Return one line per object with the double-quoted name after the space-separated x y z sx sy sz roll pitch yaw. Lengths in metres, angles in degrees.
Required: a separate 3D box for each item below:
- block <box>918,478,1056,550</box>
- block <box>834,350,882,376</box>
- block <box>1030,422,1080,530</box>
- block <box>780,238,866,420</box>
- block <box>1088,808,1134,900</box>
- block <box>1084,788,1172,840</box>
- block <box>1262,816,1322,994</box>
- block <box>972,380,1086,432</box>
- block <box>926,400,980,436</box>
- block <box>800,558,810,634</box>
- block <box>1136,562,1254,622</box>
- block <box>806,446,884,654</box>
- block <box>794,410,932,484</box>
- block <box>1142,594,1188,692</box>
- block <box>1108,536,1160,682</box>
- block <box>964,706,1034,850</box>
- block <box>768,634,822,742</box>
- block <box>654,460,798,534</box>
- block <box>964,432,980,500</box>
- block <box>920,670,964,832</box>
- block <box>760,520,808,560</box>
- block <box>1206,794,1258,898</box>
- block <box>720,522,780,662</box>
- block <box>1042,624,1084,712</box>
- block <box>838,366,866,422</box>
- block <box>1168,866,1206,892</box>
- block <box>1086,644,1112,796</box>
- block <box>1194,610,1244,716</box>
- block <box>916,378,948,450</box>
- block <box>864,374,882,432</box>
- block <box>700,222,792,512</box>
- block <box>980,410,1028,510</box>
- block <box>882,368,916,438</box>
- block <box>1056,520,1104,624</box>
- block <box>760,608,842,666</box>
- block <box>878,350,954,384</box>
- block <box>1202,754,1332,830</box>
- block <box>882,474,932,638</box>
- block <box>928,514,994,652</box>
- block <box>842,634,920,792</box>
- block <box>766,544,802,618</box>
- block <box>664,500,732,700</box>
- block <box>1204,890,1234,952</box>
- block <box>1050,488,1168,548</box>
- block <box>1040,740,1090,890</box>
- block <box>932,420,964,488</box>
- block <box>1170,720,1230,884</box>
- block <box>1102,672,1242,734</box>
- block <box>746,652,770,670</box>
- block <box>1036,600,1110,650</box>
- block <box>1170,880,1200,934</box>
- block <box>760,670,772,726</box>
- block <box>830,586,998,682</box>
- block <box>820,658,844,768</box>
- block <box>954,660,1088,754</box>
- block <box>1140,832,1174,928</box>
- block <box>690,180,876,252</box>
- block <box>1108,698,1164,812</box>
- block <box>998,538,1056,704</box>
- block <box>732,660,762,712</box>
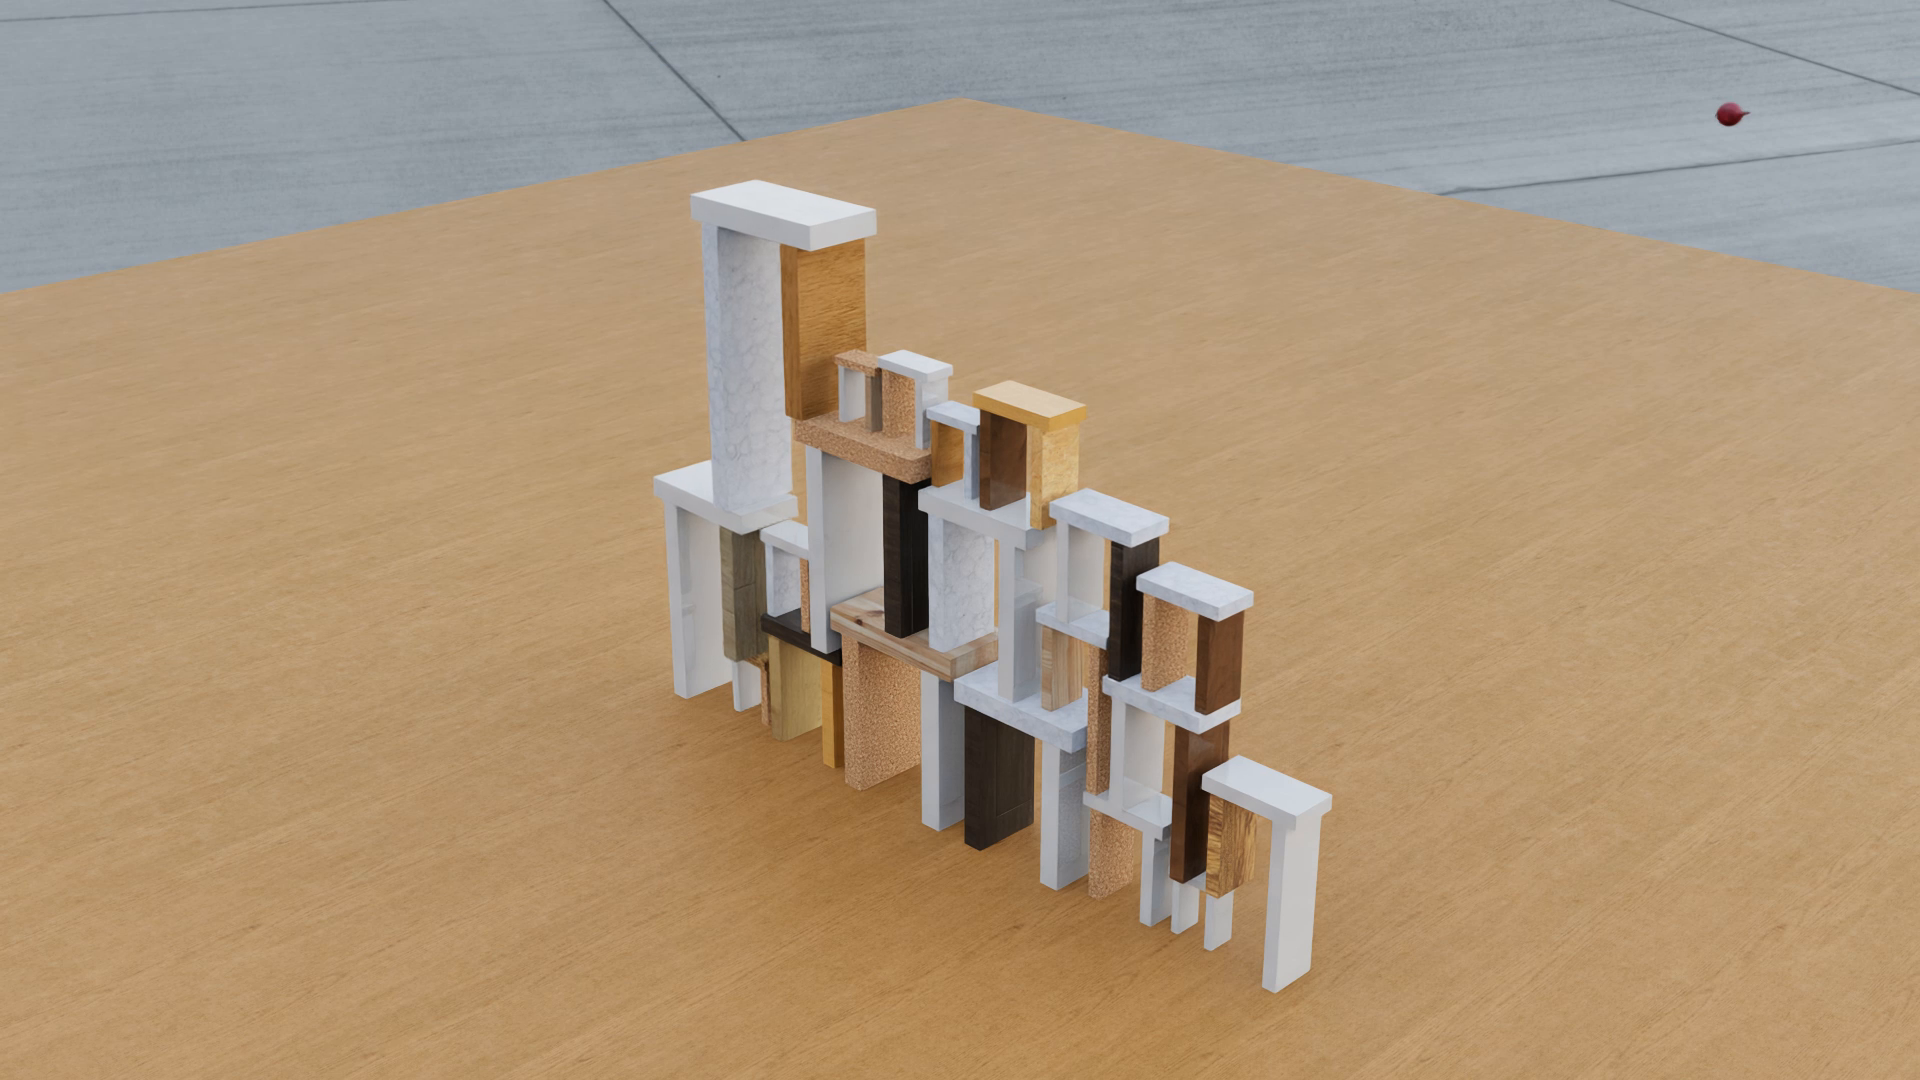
0.069 -0.057 4.122 0.140 0.040 0.280 -21 31 -41 "block"
-0.184 -0.344 4.273 0.058 0.016 0.116 -21 31 -41 "block"
0.172 -0.123 3.981 0.097 0.194 0.027 -21 31 -41 "block"
-0.267 -0.426 4.336 0.175 0.350 0.050 -21 31 -41 "block"
0.287 0.576 4.157 0.027 0.192 0.096 21 31 41 "block"
0.332 0.493 4.072 0.192 0.027 0.096 21 31 41 "block"
0.581 0.626 3.853 0.029 0.338 0.102 21 31 41 "block"
0.125 -0.243 3.980 0.097 0.027 0.193 -21 31 -40 "block"
0.007 -0.229 4.115 0.066 0.019 0.132 -21 31 -40 "block"
-0.293 0.104 4.581 0.023 0.166 0.083 22 31 40 "block"
0.407 0.088 3.819 0.093 0.026 0.186 -21 31 -40 "block"
-0.230 -0.001 4.471 0.167 0.444 0.047 -21 31 -40 "block"
-0.151 -0.196 4.302 0.167 0.047 0.334 -21 31 -41 "block"
0.365 0.169 3.902 0.093 0.186 0.026 -21 31 -40 "block"
0.311 0.114 3.926 0.099 0.268 0.028 -21 31 -40 "block"
0.079 0.443 4.324 0.043 0.307 0.153 21 31 41 "block"
-0.350 0.300 4.736 0.035 0.247 0.124 21 31 41 "block"
-0.504 -0.094 4.721 0.153 0.043 0.306 -20 30 -39 "block"
0.038 -0.147 4.116 0.066 0.132 0.019 -21 31 -41 "block"
0.002 0.393 4.393 0.049 0.344 0.172 21 31 41 "block"
-0.331 0.001 4.581 0.083 0.023 0.166 -21 31 -41 "block"
0.485 0.527 3.915 0.102 0.204 0.029 -21 31 -40 "block"
-0.437 0.096 4.720 0.153 0.306 0.043 -20 30 -39 "block"
0.191 0.226 4.108 0.025 0.174 0.087 21 31 41 "block"
-0.211 -0.294 4.324 0.058 0.116 0.016 -21 31 -40 "block"
0.443 0.612 3.999 0.117 0.017 0.058 21 31 41 "block"
0.274 0.319 4.058 0.087 0.305 0.025 -21 31 -40 "block"
0.451 0.203 3.819 0.093 0.186 0.026 -21 31 -40 "block"
-0.054 -0.246 4.185 0.068 0.137 0.019 -21 31 -40 "block"
-0.157 -0.273 4.274 0.058 0.116 0.016 -21 31 -40 "block"
-0.436 -0.370 4.534 0.175 0.610 0.050 -21 30 -40 "block"
0.080 -0.159 4.065 0.097 0.193 0.027 -21 31 -40 "block"
-0.118 -0.272 4.245 0.068 0.137 0.019 -21 31 -40 "block"
0.219 0.045 3.998 0.099 0.197 0.028 -21 31 -41 "block"
-0.291 0.193 4.628 0.247 0.035 0.124 21 31 40 "block"
-0.086 -0.331 4.185 0.068 0.019 0.137 -21 31 -40 "block"
0.533 0.438 3.825 0.204 0.029 0.102 21 31 41 "block"
-0.073 0.010 4.304 0.047 0.334 0.167 21 31 41 "block"
0.004 0.065 4.245 0.040 0.280 0.140 21 31 41 "block"
-0.160 0.330 4.542 0.049 0.344 0.172 21 31 41 "block"
-0.371 0.073 4.653 0.023 0.166 0.083 21 31 40 "block"
-0.573 0.113 4.893 0.153 0.470 0.043 -21 31 -41 "block"
0.471 0.684 3.999 0.017 0.117 0.058 21 31 41 "block"
0.264 -0.041 3.911 0.099 0.028 0.197 -21 31 -40 "block"
0.223 0.500 4.190 0.043 0.307 0.153 21 31 41 "block"
-0.024 -0.172 4.173 0.066 0.132 0.019 -21 31 -41 "block"
0.430 0.456 3.944 0.113 0.312 0.032 -21 31 -40 "block"
0.377 0.276 3.927 0.113 0.032 0.227 -21 31 -40 "block"
-0.443 0.242 4.794 0.072 0.020 0.144 -20 30 -40 "block"
0.232 0.151 4.032 0.087 0.025 0.174 -21 31 -41 "block"
0.416 0.662 4.050 0.017 0.117 0.059 21 31 41 "block"
-0.400 0.328 4.802 0.072 0.144 0.020 -20 31 -39 "block"
-0.079 0.181 4.391 0.344 0.049 0.172 21 31 41 "block"
-0.233 0.346 4.629 0.124 0.247 0.035 -21 31 -41 "block"
0.151 0.310 4.189 0.307 0.043 0.153 21 31 41 "block"
0.377 0.612 4.074 0.027 0.192 0.096 21 31 41 "block"
-0.350 -0.641 4.331 0.350 0.050 0.175 20 30 39 "block"
0.325 0.375 4.027 0.032 0.227 0.113 21 31 41 "block"
0.135 0.136 4.132 0.140 0.322 0.040 -21 31 -41 "block"
-0.469 0.301 4.866 0.020 0.144 0.072 19 30 41 "block"
